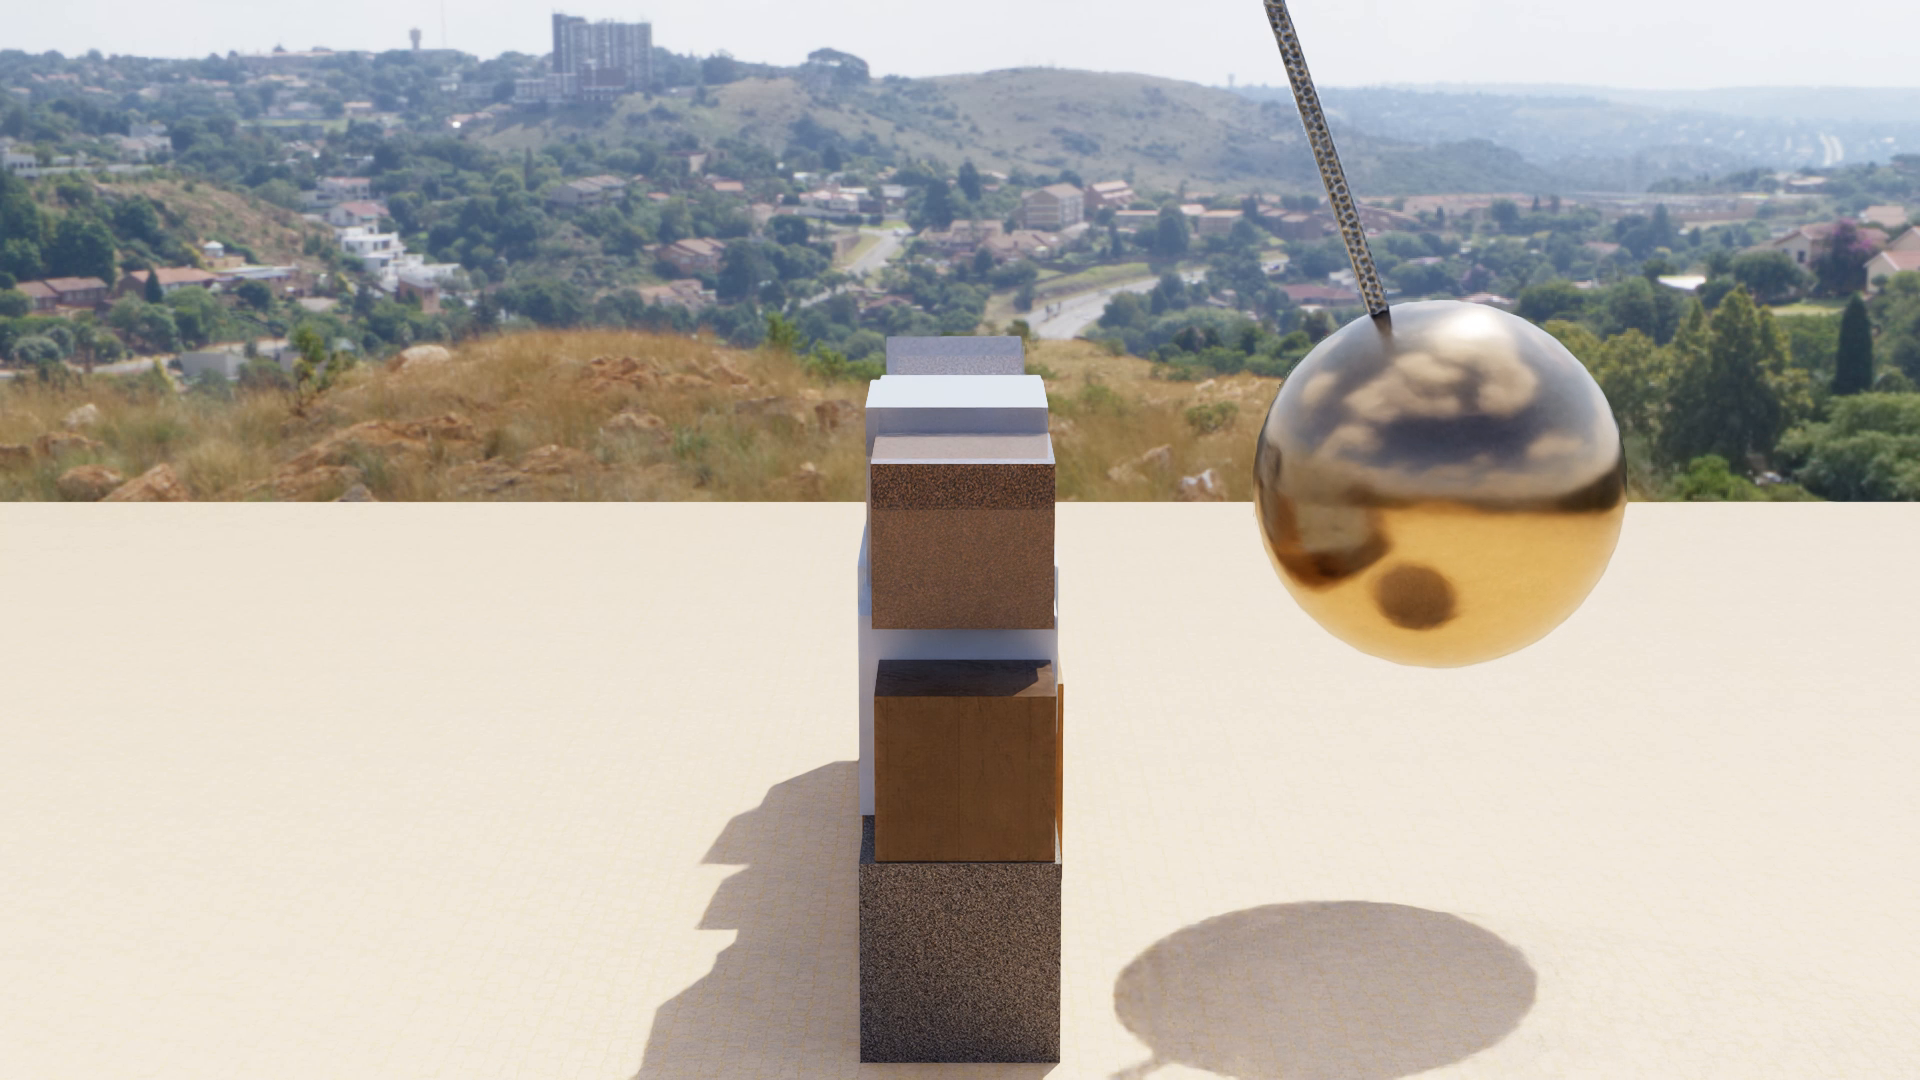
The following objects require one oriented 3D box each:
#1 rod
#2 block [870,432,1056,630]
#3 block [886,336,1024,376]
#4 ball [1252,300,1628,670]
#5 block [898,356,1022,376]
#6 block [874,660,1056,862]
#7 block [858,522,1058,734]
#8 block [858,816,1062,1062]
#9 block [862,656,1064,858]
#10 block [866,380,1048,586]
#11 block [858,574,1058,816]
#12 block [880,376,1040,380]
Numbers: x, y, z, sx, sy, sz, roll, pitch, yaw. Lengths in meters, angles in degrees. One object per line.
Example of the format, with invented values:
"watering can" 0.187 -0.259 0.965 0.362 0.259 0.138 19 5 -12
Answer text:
"rod" 0.899 -3.380 10.566 0.080 5.200 0.080 -20 10 4
"block" 0.011 -0.043 9.583 0.663 0.613 0.642 0 12 0
"block" -0.015 -0.694 13.232 0.677 0.649 0.661 0 -1 3
"ball" 2.074 -0.241 11.137 1.600 1.600 1.600 0 10 0
"block" 0.003 -0.563 12.335 0.580 0.590 0.604 0 -1 1
"block" 0.019 0.795 9.337 0.640 0.605 0.579 0 10 0
"block" -0.008 0.356 10.776 0.809 0.700 0.820 0 13 0
"block" 0.001 1.441 9.559 0.719 0.745 0.813 0 10 0
"block" 0.011 0.976 11.722 0.882 0.886 0.952 0 10 0
"block" -0.012 -0.236 10.207 0.699 0.706 0.655 0 13 0
"block" -0.009 0.582 9.996 0.741 0.773 0.785 0 11 0
"block" 0.003 -0.341 10.888 0.691 0.611 0.712 0 13 0
